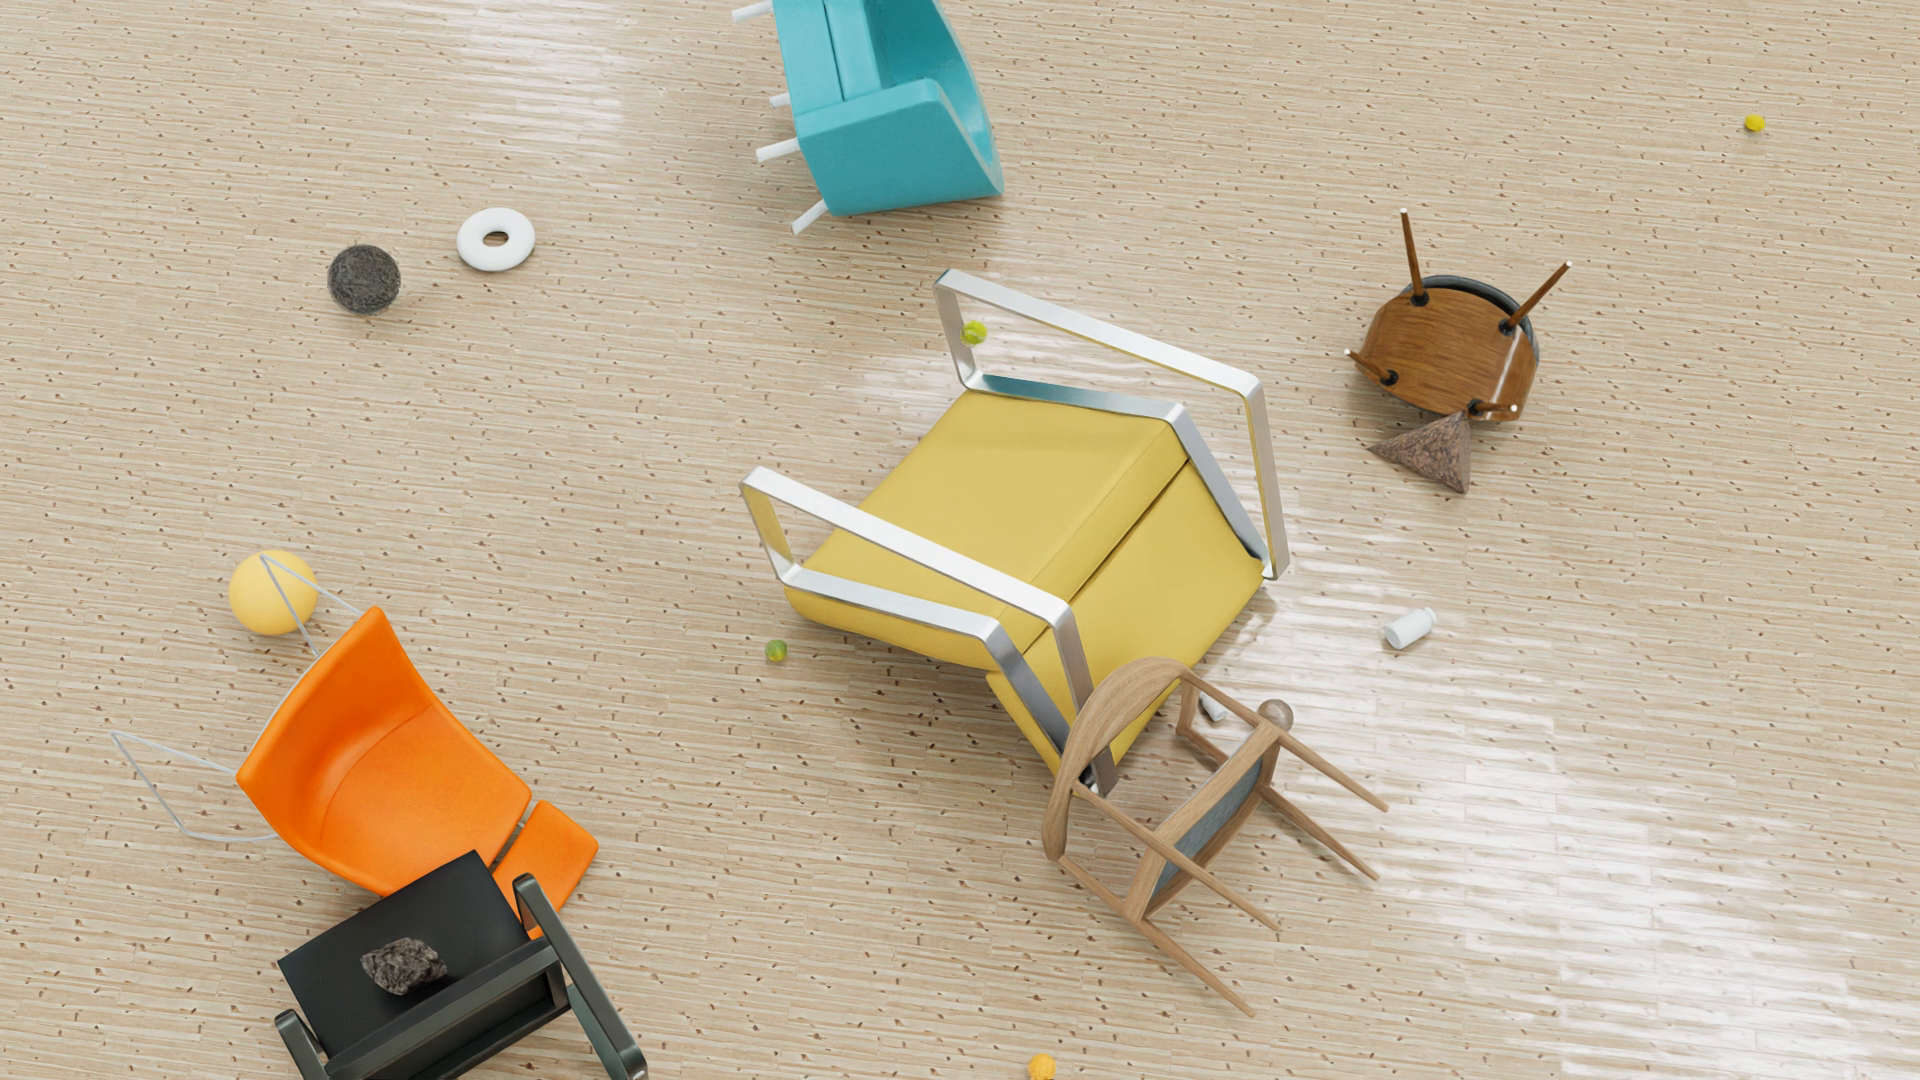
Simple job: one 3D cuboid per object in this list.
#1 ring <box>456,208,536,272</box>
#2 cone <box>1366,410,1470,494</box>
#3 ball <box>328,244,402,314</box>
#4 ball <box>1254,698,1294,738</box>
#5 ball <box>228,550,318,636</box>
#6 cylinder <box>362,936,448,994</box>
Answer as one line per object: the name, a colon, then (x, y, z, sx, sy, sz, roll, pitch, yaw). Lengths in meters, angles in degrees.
ring: (-1.518, -0.984, 7.195, 0.256, 0.067, 0.258, -30, 62, -18)
cone: (1.382, -0.272, 6.690, 0.311, 0.264, 0.130, 3, 22, 27)
ball: (-1.893, -0.830, 6.997, 0.223, 0.223, 0.223, 0, 56, 0)
ball: (0.883, 0.499, 6.173, 0.109, 0.109, 0.109, 0, 56, 0)
ball: (-1.974, 0.151, 6.323, 0.248, 0.248, 0.248, 0, 56, 0)
cylinder: (-1.390, 1.064, 5.500, 0.170, 0.076, 0.130, 25, 24, 28)
